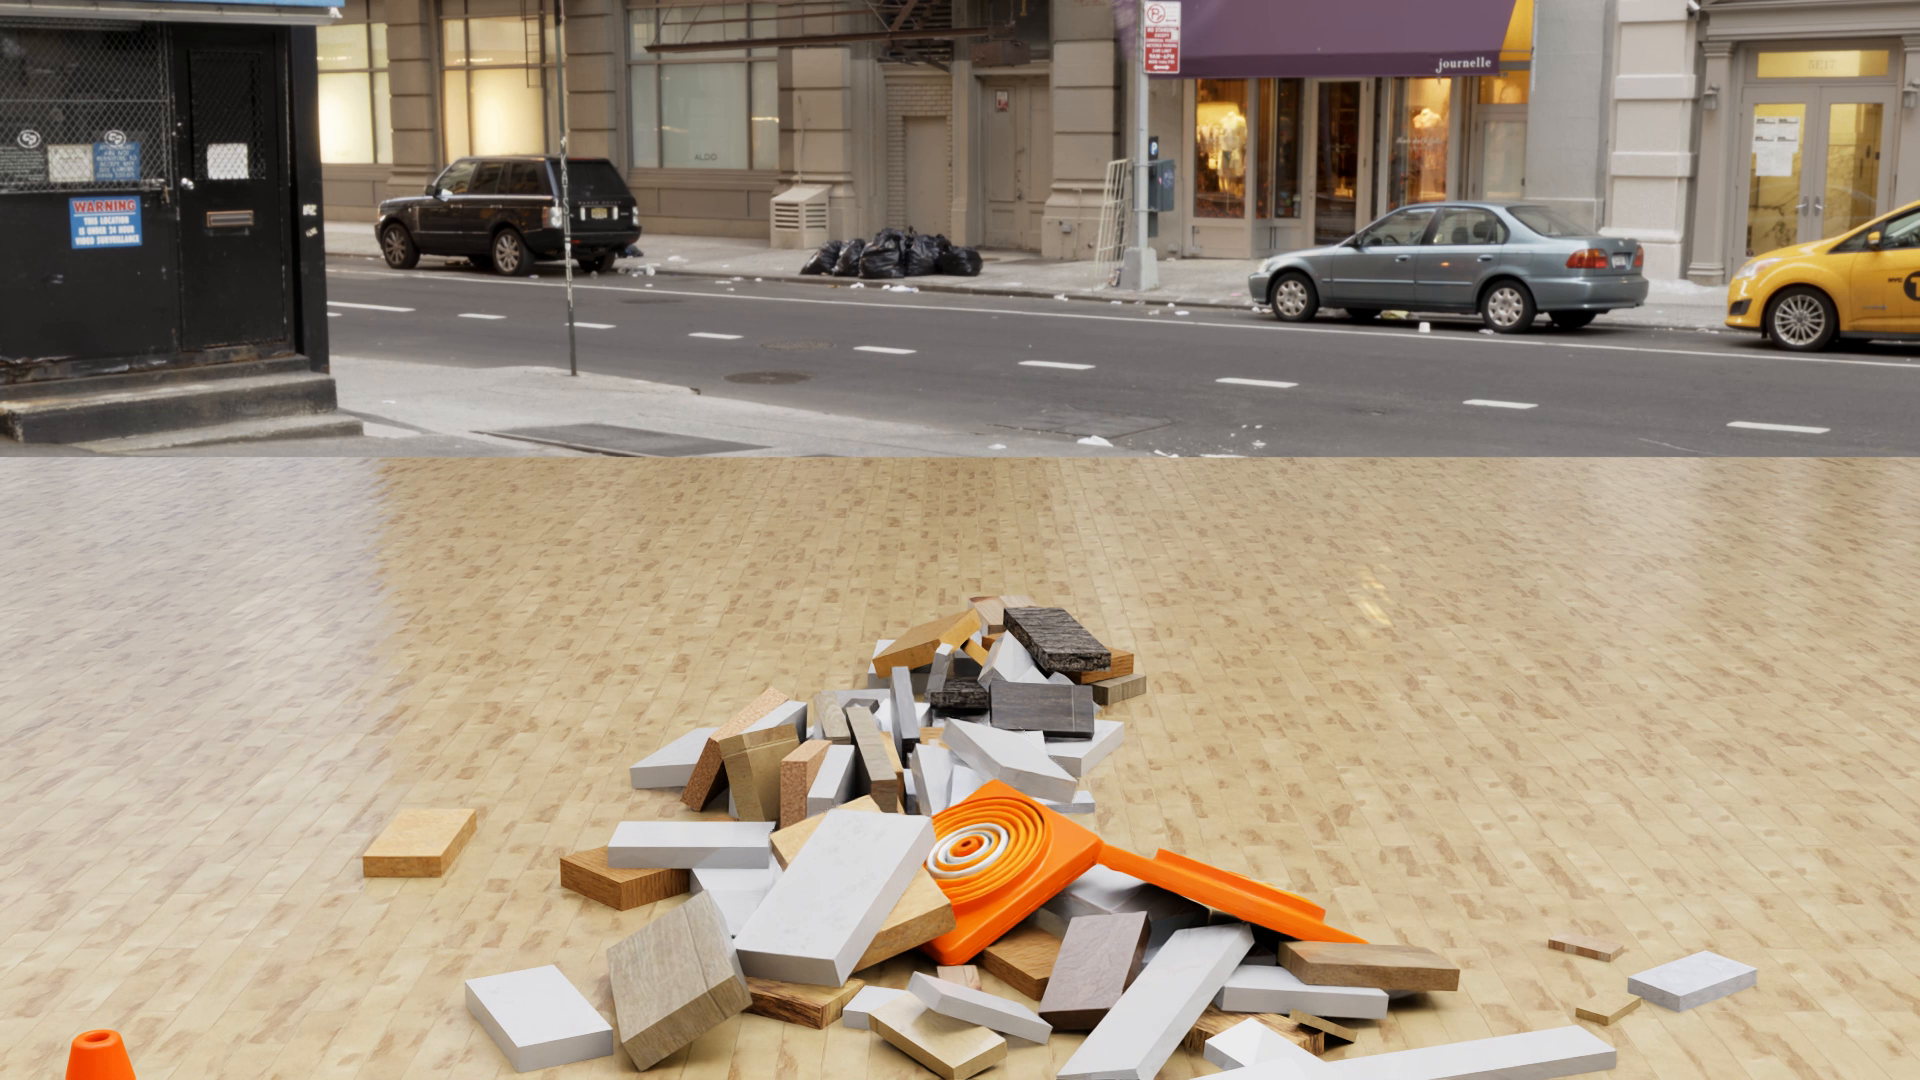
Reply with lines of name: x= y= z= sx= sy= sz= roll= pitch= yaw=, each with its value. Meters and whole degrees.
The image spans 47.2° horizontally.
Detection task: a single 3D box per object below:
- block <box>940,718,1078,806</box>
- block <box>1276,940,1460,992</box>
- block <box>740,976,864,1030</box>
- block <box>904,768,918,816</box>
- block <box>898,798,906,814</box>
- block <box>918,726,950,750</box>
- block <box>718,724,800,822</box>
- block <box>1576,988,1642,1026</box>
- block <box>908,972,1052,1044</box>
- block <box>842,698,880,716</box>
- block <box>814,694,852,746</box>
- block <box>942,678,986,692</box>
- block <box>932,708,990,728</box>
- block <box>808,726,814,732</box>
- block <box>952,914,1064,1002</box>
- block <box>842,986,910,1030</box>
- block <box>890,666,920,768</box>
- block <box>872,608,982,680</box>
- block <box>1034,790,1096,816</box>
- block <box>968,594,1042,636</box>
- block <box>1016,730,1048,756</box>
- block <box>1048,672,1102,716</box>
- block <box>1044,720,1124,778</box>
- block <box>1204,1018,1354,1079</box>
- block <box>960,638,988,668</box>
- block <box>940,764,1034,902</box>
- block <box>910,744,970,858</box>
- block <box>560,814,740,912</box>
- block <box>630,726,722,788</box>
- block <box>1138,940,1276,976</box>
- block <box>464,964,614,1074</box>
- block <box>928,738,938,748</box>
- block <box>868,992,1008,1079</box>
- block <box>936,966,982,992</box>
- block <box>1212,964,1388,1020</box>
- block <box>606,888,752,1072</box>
block: x=0.085 y=0.394 z=3.935 sx=0.149 sy=0.042 sz=0.299 roll=14 pitch=7 yaw=-21
block: x=0.594 y=0.620 z=3.205 sx=0.234 sy=0.033 sz=0.117 roll=5 pitch=5 yaw=-13
block: x=-0.269 y=0.657 z=3.216 sx=0.234 sy=0.033 sz=0.117 roll=6 pitch=12 yaw=29
block: x=-0.091 y=0.481 z=4.040 sx=0.022 sy=0.079 sz=0.158 roll=-1 pitch=11 yaw=-5
block: x=-0.095 y=0.511 z=3.883 sx=0.021 sy=0.075 sz=0.150 roll=-27 pitch=13 yaw=-3
block: x=-0.012 y=0.432 z=4.285 sx=0.118 sy=0.034 sz=0.237 roll=-3 pitch=23 yaw=-6
block: x=-0.344 y=0.421 z=3.962 sx=0.045 sy=0.158 sz=0.317 roll=-16 pitch=-5 yaw=11
block: x=0.937 y=0.674 z=3.177 sx=0.050 sy=0.014 sz=0.101 roll=10 pitch=14 yaw=42
block: x=0.028 y=0.651 z=3.059 sx=0.186 sy=0.026 sz=0.093 roll=23 pitch=-1 yaw=-27
block: x=-0.227 y=0.368 z=4.478 sx=0.067 sy=0.019 sz=0.133 roll=0 pitch=30 yaw=34
block: x=-0.245 y=0.410 z=4.202 sx=0.045 sy=0.159 sz=0.319 roll=-2 pitch=11 yaw=-8
block: x=0.013 y=0.375 z=4.736 sx=0.114 sy=0.032 sz=0.498 roll=0 pitch=11 yaw=2
block: x=0.003 y=0.407 z=4.437 sx=0.118 sy=0.034 sz=0.237 roll=0 pitch=22 yaw=1
block: x=-0.227 y=0.398 z=4.563 sx=0.105 sy=0.030 sz=0.210 roll=18 pitch=16 yaw=21
block: x=0.101 y=0.633 z=3.343 sx=0.121 sy=0.034 sz=0.242 roll=-6 pitch=12 yaw=-30
block: x=-0.064 y=0.675 z=3.136 sx=0.186 sy=0.026 sz=0.093 roll=3 pitch=11 yaw=17
block: x=-0.109 y=0.366 z=4.334 sx=0.034 sy=0.118 sz=0.237 roll=-2 pitch=32 yaw=-7
block: x=-0.073 y=0.235 z=5.044 sx=0.166 sy=0.047 sz=0.332 roll=-18 pitch=5 yaw=17
block: x=0.175 y=0.494 z=4.128 sx=0.148 sy=0.021 sz=0.074 roll=-1 pitch=11 yaw=-7
block: x=0.123 y=0.194 z=5.423 sx=0.163 sy=0.046 sz=0.326 roll=-2 pitch=11 yaw=-8
block: x=0.123 y=0.415 z=4.329 sx=0.089 sy=0.025 sz=0.177 roll=-1 pitch=12 yaw=-1
block: x=0.242 y=0.331 z=4.707 sx=0.103 sy=0.029 sz=0.207 roll=42 pitch=-3 yaw=-2
block: x=0.224 y=0.419 z=4.479 sx=0.143 sy=0.040 sz=0.285 roll=4 pitch=11 yaw=21
block: x=0.417 y=0.690 z=2.865 sx=0.091 sy=0.026 sz=0.183 roll=-15 pitch=28 yaw=-40
block: x=0.077 y=0.291 z=4.981 sx=0.114 sy=0.032 sz=0.228 roll=44 pitch=-3 yaw=-16
block: x=0.049 y=0.496 z=3.751 sx=0.149 sy=0.042 sz=0.299 roll=16 pitch=24 yaw=-5
block: x=0.006 y=0.469 z=3.886 sx=0.149 sy=0.042 sz=0.299 roll=12 pitch=24 yaw=-15
block: x=-0.488 y=0.548 z=3.760 sx=0.347 sy=0.049 sz=0.174 roll=-10 pitch=14 yaw=-43
block: x=-0.519 y=0.428 z=4.365 sx=0.149 sy=0.042 sz=0.298 roll=-6 pitch=8 yaw=20
block: x=0.340 y=0.633 z=3.292 sx=0.242 sy=0.034 sz=0.121 roll=-2 pitch=1 yaw=-8
block: x=-0.598 y=0.674 z=3.111 sx=0.134 sy=0.038 sz=0.267 roll=-5 pitch=12 yaw=-27
block: x=-0.047 y=0.443 z=4.138 sx=0.019 sy=0.066 sz=0.131 roll=-1 pitch=37 yaw=-4
block: x=-0.032 y=0.680 z=3.022 sx=0.093 sy=0.026 sz=0.186 roll=-19 pitch=26 yaw=-36
block: x=-0.001 y=0.659 z=3.252 sx=0.058 sy=0.017 sz=0.117 roll=-1 pitch=11 yaw=-5
block: x=0.477 y=0.646 z=3.153 sx=0.242 sy=0.034 sz=0.121 roll=5 pitch=5 yaw=-10
block: x=-0.406 y=0.622 z=3.142 sx=0.176 sy=0.050 sz=0.352 roll=-31 pitch=15 yaw=-6
